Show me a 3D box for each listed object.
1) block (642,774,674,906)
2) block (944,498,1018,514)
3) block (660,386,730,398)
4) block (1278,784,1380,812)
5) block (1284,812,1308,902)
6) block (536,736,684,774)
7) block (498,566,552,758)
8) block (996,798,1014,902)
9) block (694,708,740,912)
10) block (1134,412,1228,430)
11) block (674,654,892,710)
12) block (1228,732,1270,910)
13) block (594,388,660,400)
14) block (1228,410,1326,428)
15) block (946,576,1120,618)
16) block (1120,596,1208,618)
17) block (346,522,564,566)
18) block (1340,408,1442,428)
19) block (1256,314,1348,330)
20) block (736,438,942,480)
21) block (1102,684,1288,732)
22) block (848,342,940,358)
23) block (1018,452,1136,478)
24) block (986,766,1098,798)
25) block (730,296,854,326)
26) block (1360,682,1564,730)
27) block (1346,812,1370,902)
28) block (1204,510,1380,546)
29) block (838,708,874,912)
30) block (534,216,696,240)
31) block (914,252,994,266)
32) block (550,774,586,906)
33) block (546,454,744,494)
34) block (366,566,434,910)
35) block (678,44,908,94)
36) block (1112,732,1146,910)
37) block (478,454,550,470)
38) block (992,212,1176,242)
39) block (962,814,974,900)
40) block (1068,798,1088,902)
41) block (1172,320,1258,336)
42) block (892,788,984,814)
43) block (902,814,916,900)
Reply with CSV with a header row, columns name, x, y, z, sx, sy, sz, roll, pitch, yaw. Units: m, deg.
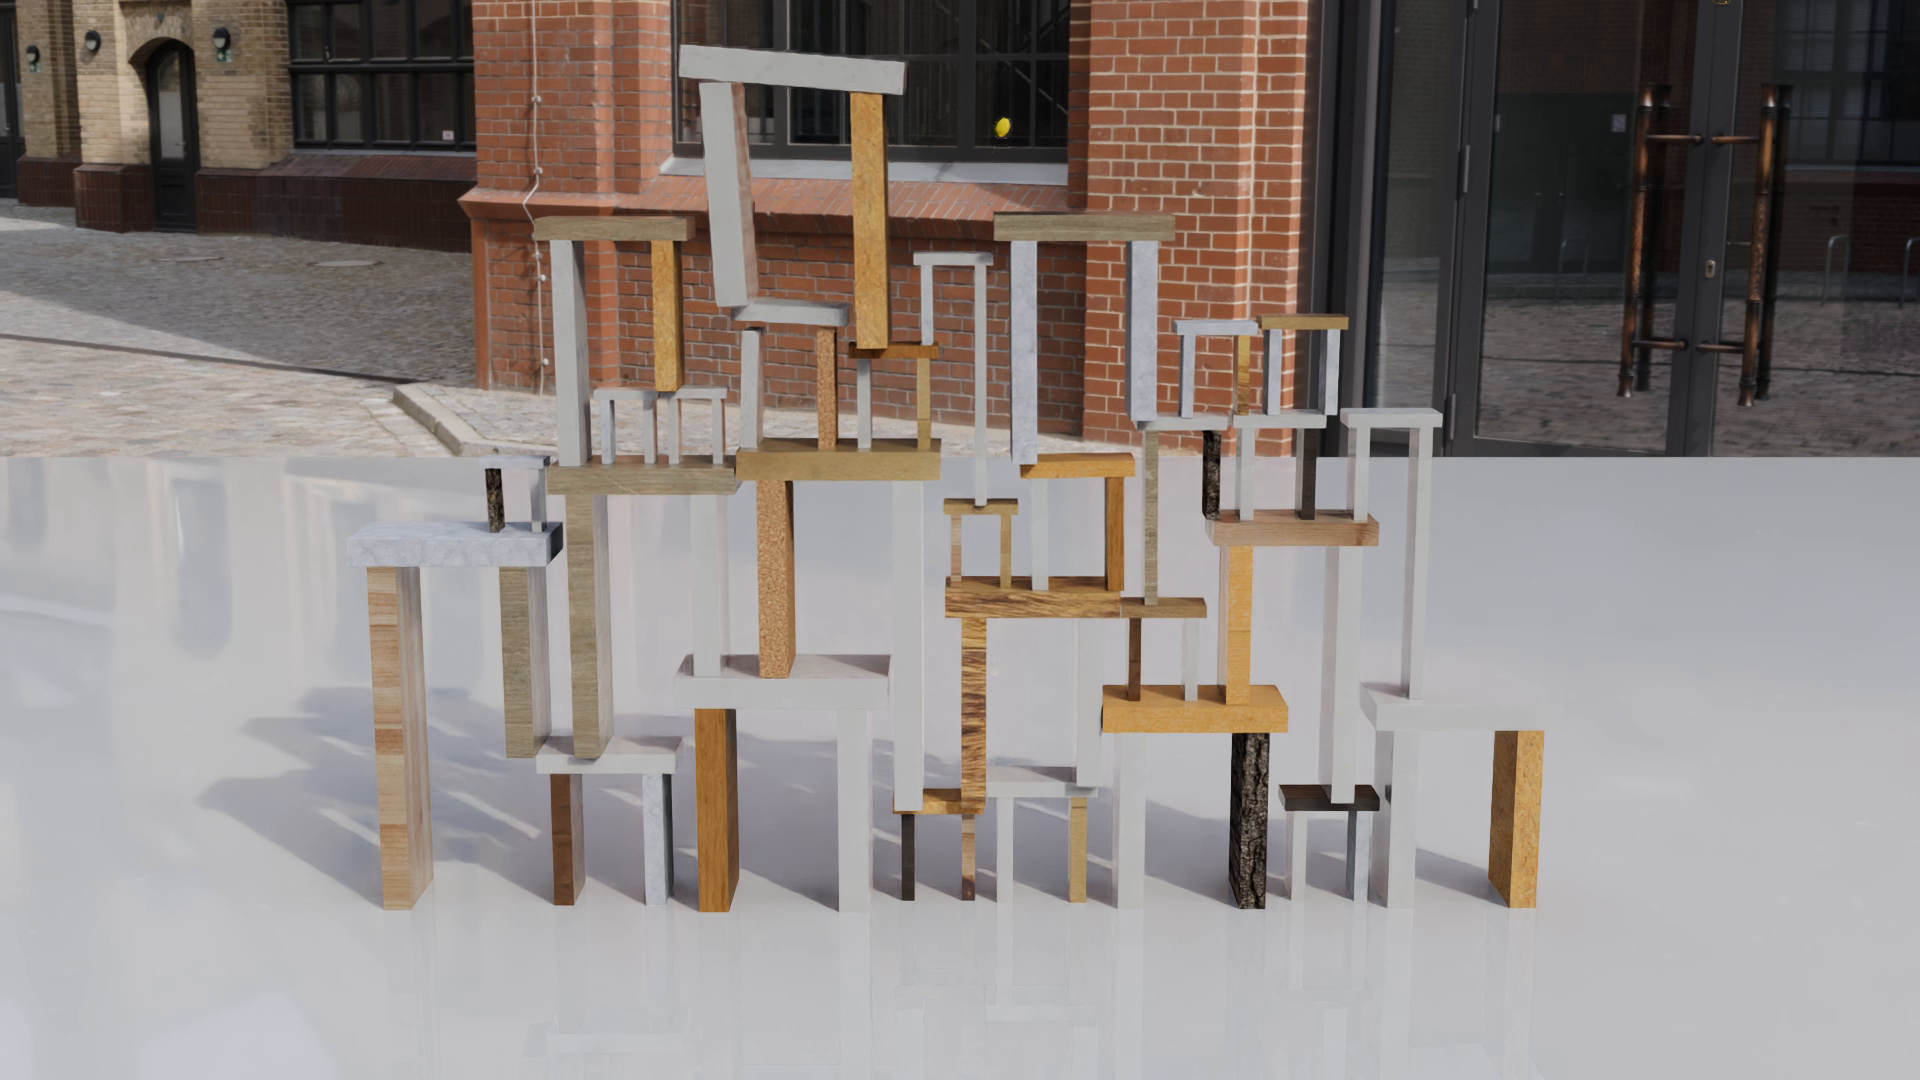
name,x,y,z,sx,sy,sz,roll,pitch,yaw
block,-0.500,0.480,3.647,0.032,0.225,0.113,0,11,0
block,0.034,-0.054,3.553,0.120,0.017,0.060,0,11,0
block,-0.423,-0.237,3.512,0.105,0.015,0.053,0,11,0
block,0.610,0.427,3.641,0.155,0.022,0.077,0,11,0
block,0.558,0.513,3.658,0.022,0.155,0.077,0,11,0
block,-0.575,0.353,3.623,0.225,0.032,0.113,0,11,0
block,-0.709,0.183,3.594,0.045,0.315,0.158,0,11,0
block,0.074,0.501,3.653,0.026,0.181,0.090,0,11,0
block,-0.400,0.423,3.634,0.048,0.342,0.171,0,11,0
block,0.353,-0.191,3.526,0.144,0.020,0.072,0,11,1
block,-0.287,0.231,3.598,0.342,0.048,0.171,0,11,0
block,0.478,0.444,3.642,0.042,0.298,0.149,0,11,0
block,-0.530,-0.234,3.515,0.103,0.015,0.051,0,11,0
block,0.508,-0.194,3.527,0.148,0.021,0.074,0,11,0
block,0.116,0.092,3.578,0.280,0.040,0.140,0,11,0
block,0.329,0.110,3.579,0.139,0.020,0.069,0,11,1
block,-0.814,0.006,3.560,0.315,0.045,0.158,0,11,0
block,0.691,-0.196,3.526,0.149,0.021,0.075,0,11,0
block,0.543,-0.347,3.494,0.136,0.019,0.068,0,11,0
block,-0.191,-0.130,3.530,0.320,0.045,0.160,0,11,0
block,0.379,0.276,3.611,0.298,0.042,0.149,0,11,0
block,-0.105,-0.302,3.496,0.142,0.020,0.071,0,11,1
block,0.187,-0.120,3.533,0.183,0.026,0.091,-1,11,0
block,0.134,0.399,3.633,0.181,0.026,0.090,0,11,0
block,-0.266,-0.364,3.495,0.184,0.026,0.092,4,14,3
block,0.821,0.273,3.615,0.301,0.043,0.150,0,11,0
block,0.662,0.513,3.657,0.022,0.155,0.077,0,11,0
block,0.535,-0.021,3.558,0.262,0.037,0.131,0,11,0
block,-0.172,0.423,3.634,0.048,0.342,0.171,0,11,0
block,-0.542,-0.492,3.467,0.235,0.033,0.117,0,11,0
block,-0.010,-0.444,3.466,0.125,0.018,0.063,0,10,0
block,-0.650,0.480,3.647,0.032,0.225,0.113,0,11,0
block,-0.503,-0.105,3.538,0.296,0.042,0.148,0,11,0
block,-0.919,0.309,3.616,0.045,0.572,0.158,0,11,0
block,-0.254,-0.731,3.411,0.340,0.048,0.170,4,13,0
block,0.279,0.444,3.642,0.042,0.298,0.149,0,11,0
block,-0.716,-0.126,3.537,0.103,0.015,0.052,0,11,2
block,0.193,-0.495,3.464,0.280,0.040,0.140,0,11,0
block,0.014,0.516,3.658,0.021,0.149,0.075,0,11,0
block,0.195,0.501,3.653,0.026,0.181,0.090,0,11,0
block,0.405,-0.338,3.493,0.127,0.018,0.063,0,11,-2
block,-0.036,0.432,3.641,0.149,0.021,0.075,0,11,0
block,-0.086,0.516,3.658,0.021,0.149,0.075,0,11,0
